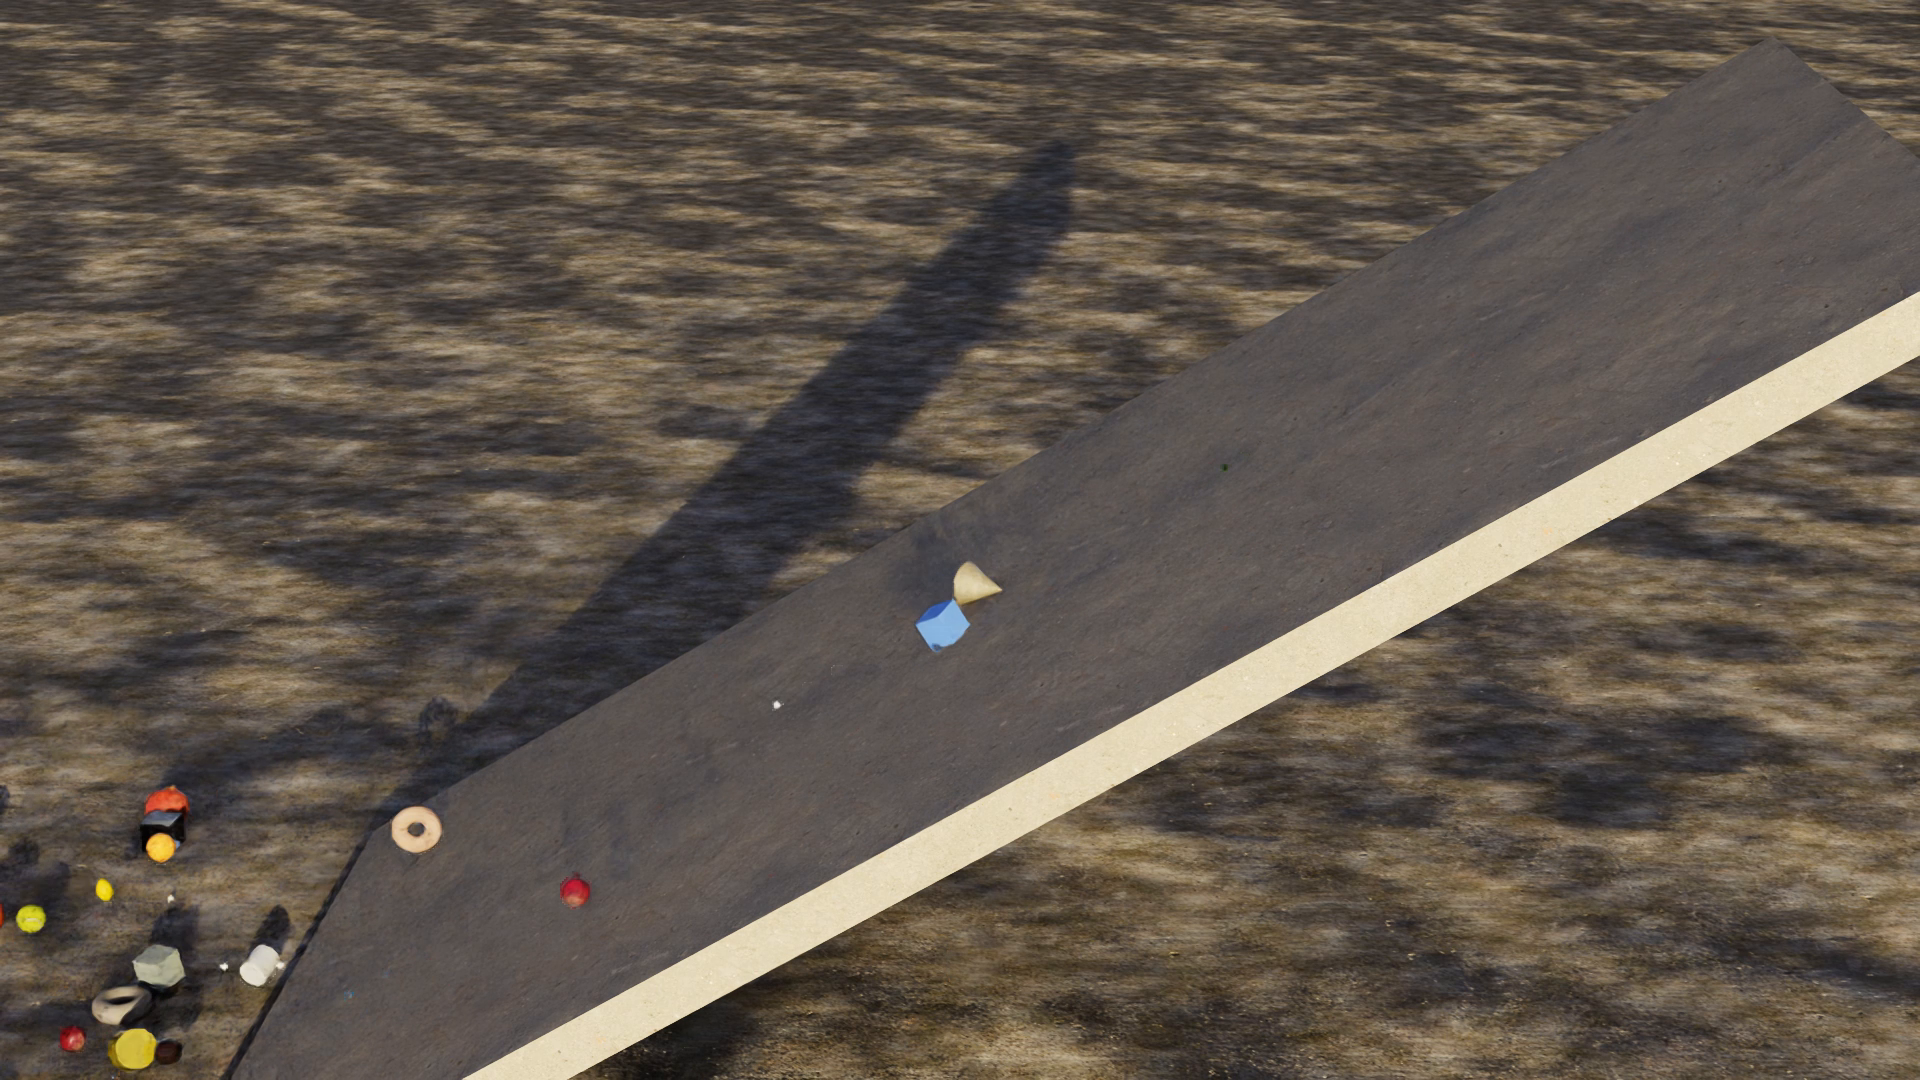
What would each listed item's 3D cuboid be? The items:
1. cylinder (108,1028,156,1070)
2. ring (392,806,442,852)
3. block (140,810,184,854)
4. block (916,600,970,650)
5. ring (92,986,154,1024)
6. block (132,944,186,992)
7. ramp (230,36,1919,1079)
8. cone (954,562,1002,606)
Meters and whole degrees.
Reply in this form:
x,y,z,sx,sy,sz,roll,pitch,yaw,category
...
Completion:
x,y,z,sx,sy,sz,roll,pitch,yaw,category
-1.864,1.146,6.622,0.091,0.091,0.091,-11,-6,-28,cylinder
-1.322,0.702,7.152,0.122,0.122,0.041,-3,20,-9,ring
-2.102,0.771,7.752,0.081,0.081,0.081,4,20,10,block
-0.037,0.181,6.284,0.069,0.069,0.069,-20,20,41,block
-1.965,1.090,6.898,0.142,0.047,0.142,-1,19,0,ring
-1.906,1.019,6.998,0.076,0.076,0.076,6,28,29,block
0.141,0.169,6.289,4.000,0.100,2.000,-29,15,13,ramp
0.053,0.102,6.395,0.096,0.096,0.096,10,22,32,cone
